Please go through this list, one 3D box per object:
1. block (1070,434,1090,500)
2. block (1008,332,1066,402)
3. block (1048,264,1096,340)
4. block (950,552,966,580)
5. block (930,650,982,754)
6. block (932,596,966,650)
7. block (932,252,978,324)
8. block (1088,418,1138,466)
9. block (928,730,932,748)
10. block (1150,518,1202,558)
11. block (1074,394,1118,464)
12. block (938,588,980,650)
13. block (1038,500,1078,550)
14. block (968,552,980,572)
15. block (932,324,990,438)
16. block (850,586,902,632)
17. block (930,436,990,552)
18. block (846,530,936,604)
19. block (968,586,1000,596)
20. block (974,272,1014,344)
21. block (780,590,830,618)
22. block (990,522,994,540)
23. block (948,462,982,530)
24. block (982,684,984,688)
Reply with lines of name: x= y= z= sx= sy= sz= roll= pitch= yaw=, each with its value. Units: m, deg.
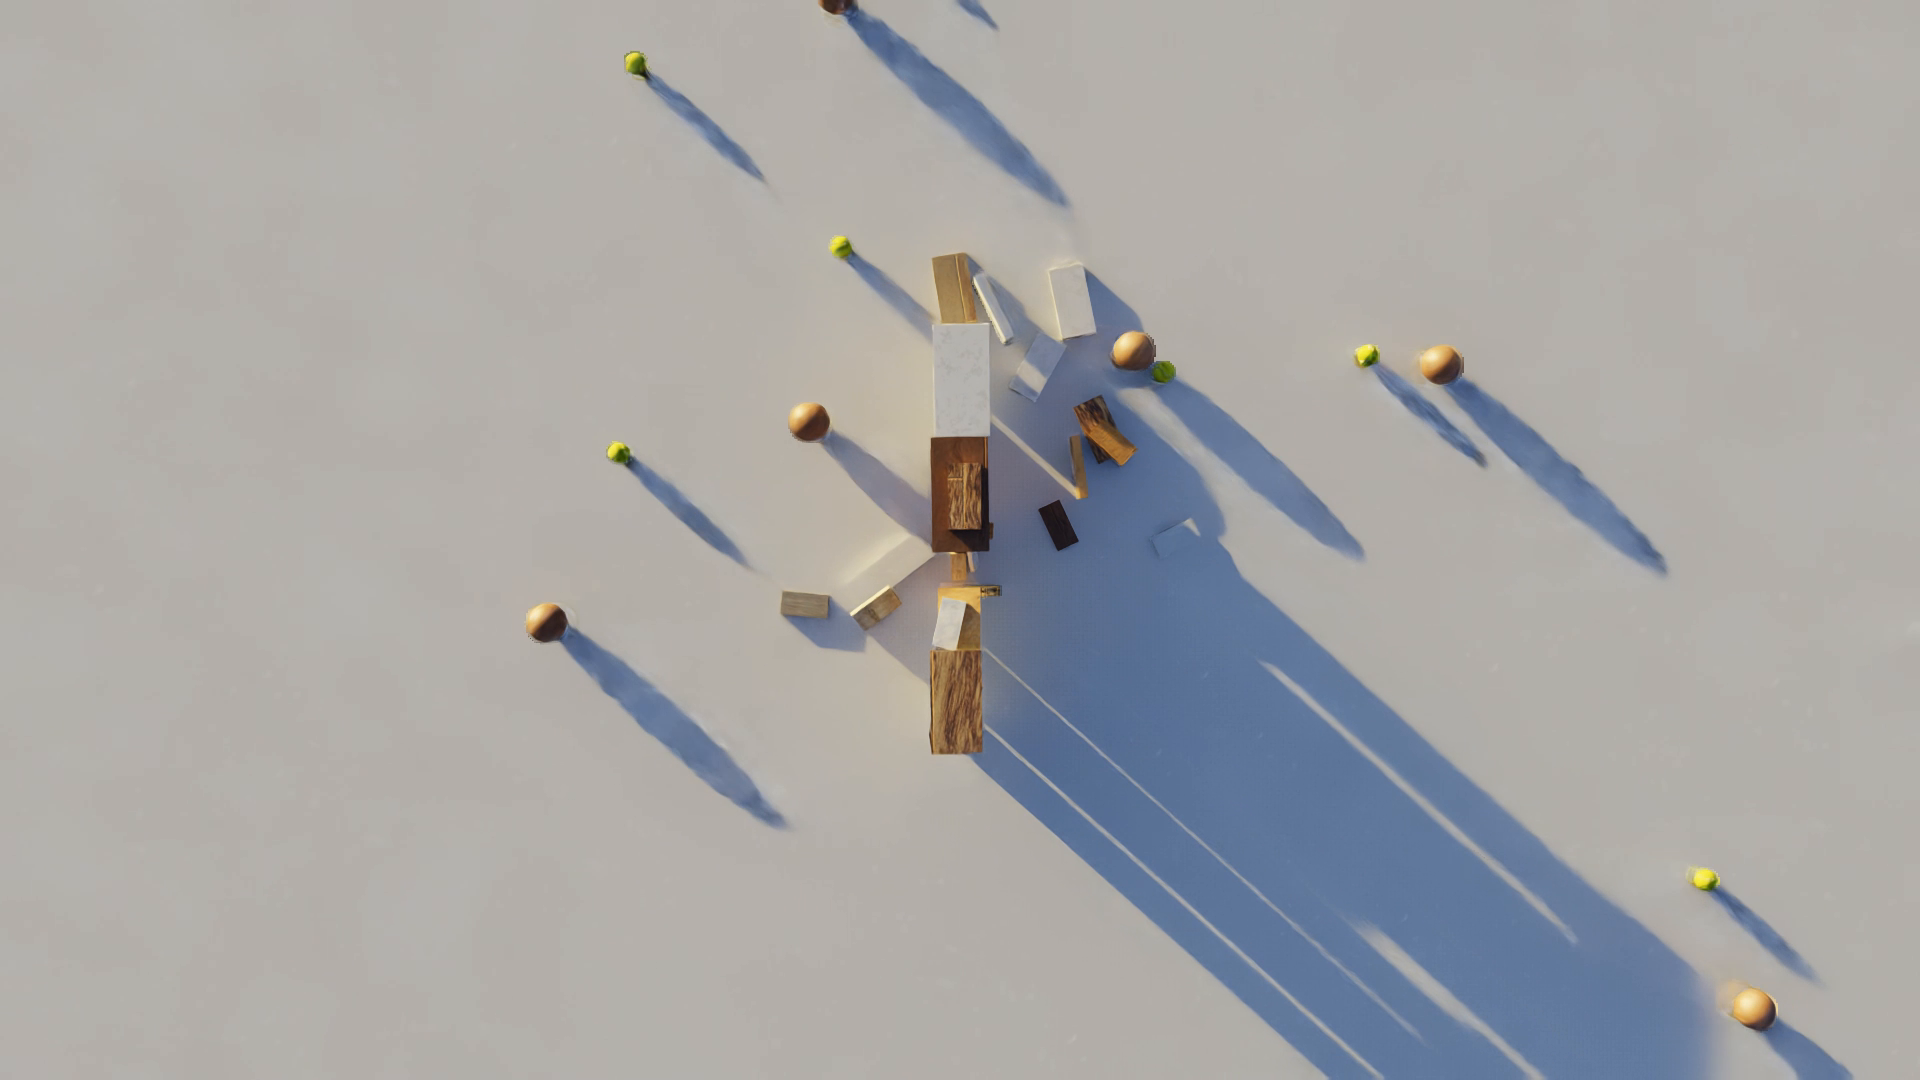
block: x=0.393 y=-0.240 z=5.448 sx=0.029 sy=0.103 sz=0.206 roll=-9 pitch=90 yaw=0
block: x=0.258 y=-0.576 z=5.485 sx=0.103 sy=0.029 sz=0.213 roll=29 pitch=90 yaw=0
block: x=0.373 y=-0.792 z=5.483 sx=0.117 sy=0.033 sz=0.233 roll=-12 pitch=90 yaw=0
block: x=-0.005 y=0.086 z=5.471 sx=0.050 sy=0.014 sz=0.101 roll=-2 pitch=117 yaw=0
block: x=-0.011 y=0.476 z=4.868 sx=0.152 sy=0.043 sz=0.303 roll=-1 pitch=90 yaw=0
block: x=-0.034 y=0.262 z=5.182 sx=0.078 sy=0.022 sz=0.156 roll=12 pitch=90 yaw=0
block: x=-0.019 y=-0.831 z=5.483 sx=0.117 sy=0.033 sz=0.233 roll=-9 pitch=90 yaw=0
block: x=0.505 y=-0.324 z=5.460 sx=0.154 sy=0.022 sz=0.077 roll=42 pitch=90 yaw=0
block: x=-0.015 y=0.581 z=5.055 sx=0.152 sy=0.329 sz=0.043 roll=-9 pitch=90 yaw=0
block: x=0.719 y=-0.006 z=5.489 sx=0.154 sy=0.022 sz=0.077 roll=-25 pitch=90 yaw=0
block: x=0.466 y=-0.368 z=5.485 sx=0.103 sy=0.029 sz=0.206 roll=-25 pitch=90 yaw=0
block: x=-0.002 y=0.284 z=5.212 sx=0.134 sy=0.038 sz=0.268 roll=0 pitch=90 yaw=0
block: x=0.328 y=-0.049 z=5.489 sx=0.077 sy=0.022 sz=0.154 roll=-25 pitch=90 yaw=0
block: x=0.042 y=0.051 z=5.452 sx=0.014 sy=0.050 sz=0.101 roll=2 pitch=123 yaw=21
block: x=0.005 y=-0.495 z=5.127 sx=0.174 sy=0.049 sz=0.348 roll=-1 pitch=90 yaw=0
block: x=-0.278 y=0.228 z=5.472 sx=0.156 sy=0.022 sz=0.078 roll=-36 pitch=118 yaw=0
block: x=0.000 y=-0.140 z=5.120 sx=0.177 sy=0.050 sz=0.355 roll=-1 pitch=90 yaw=0
block: x=-0.229 y=0.096 z=5.486 sx=0.302 sy=0.029 sz=0.102 roll=-37 pitch=90 yaw=0
block: x=0.080 y=0.167 z=5.398 sx=0.102 sy=0.203 sz=0.029 roll=0 pitch=90 yaw=1
block: x=0.111 y=-0.764 z=5.441 sx=0.033 sy=0.117 sz=0.233 roll=-27 pitch=90 yaw=-1
block: x=-0.516 y=0.215 z=5.489 sx=0.156 sy=0.022 sz=0.078 roll=6 pitch=90 yaw=0
block: x=0.016 y=-0.032 z=5.323 sx=0.177 sy=0.355 sz=0.050 roll=2 pitch=90 yaw=0
block: x=0.014 y=-0.135 z=5.081 sx=0.102 sy=0.029 sz=0.203 roll=0 pitch=90 yaw=0
block: x=-0.009 y=0.422 z=5.042 sx=0.152 sy=0.303 sz=0.043 roll=25 pitch=91 yaw=-1
